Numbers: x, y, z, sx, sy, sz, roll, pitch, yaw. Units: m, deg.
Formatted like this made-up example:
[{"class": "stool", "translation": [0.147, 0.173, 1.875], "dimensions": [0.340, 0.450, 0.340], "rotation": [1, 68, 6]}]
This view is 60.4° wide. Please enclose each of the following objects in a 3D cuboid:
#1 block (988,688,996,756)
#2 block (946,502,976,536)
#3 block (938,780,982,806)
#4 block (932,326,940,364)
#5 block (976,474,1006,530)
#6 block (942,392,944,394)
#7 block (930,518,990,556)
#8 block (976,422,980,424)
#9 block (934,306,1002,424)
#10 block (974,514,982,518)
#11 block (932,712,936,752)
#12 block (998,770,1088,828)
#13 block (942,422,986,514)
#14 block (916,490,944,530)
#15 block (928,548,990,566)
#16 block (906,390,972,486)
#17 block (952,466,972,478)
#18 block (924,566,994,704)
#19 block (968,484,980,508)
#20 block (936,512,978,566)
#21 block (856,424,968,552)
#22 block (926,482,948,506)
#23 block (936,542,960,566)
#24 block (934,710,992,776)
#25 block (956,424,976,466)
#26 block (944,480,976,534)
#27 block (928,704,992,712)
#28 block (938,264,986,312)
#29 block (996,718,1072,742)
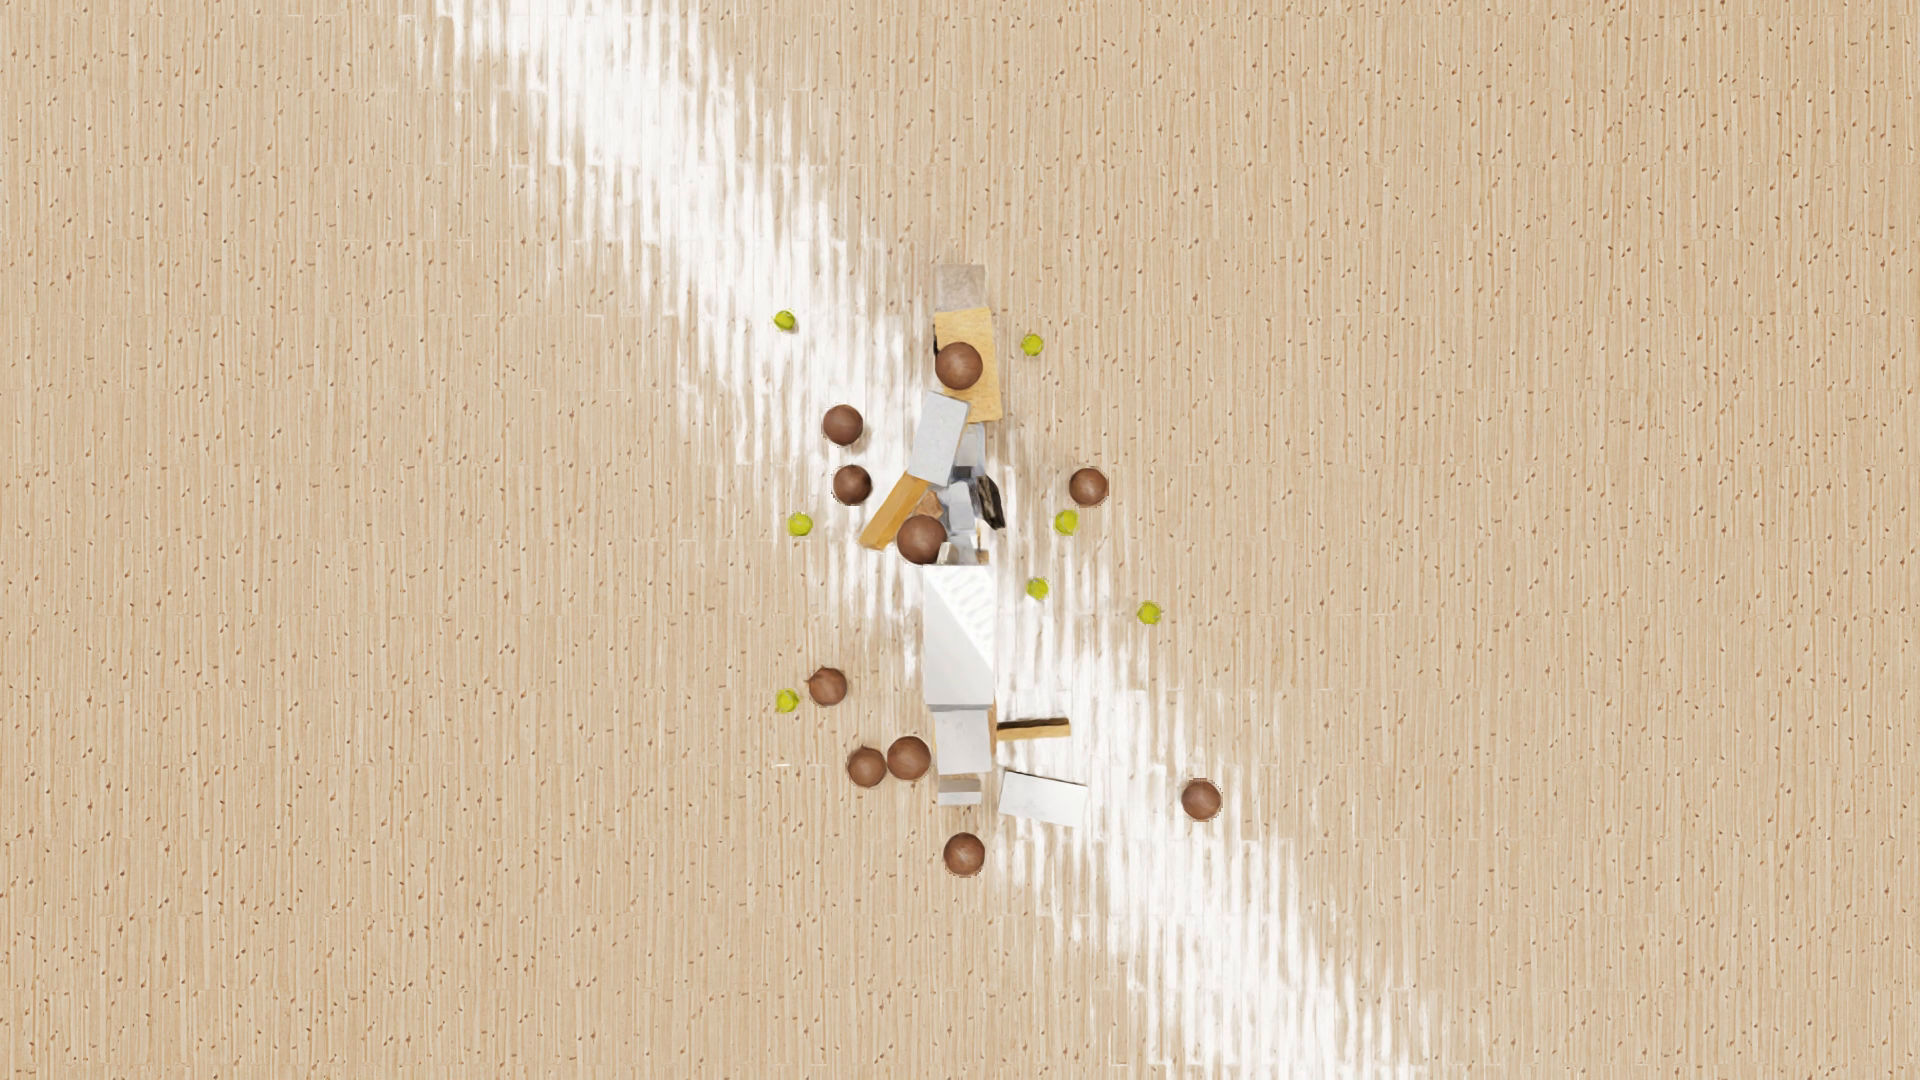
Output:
[{"class": "block", "translation": [0.029, 0.515, 4.629], "dimensions": [0.144, 0.287, 0.041], "rotation": [-2, 52, 0]}, {"class": "block", "translation": [0.002, -0.059, 4.495], "dimensions": [0.067, 0.134, 0.019], "rotation": [4, 125, -7]}, {"class": "block", "translation": [-0.001, 0.819, 5.362], "dimensions": [0.138, 0.276, 0.039], "rotation": [-1, 90, 0]}, {"class": "block", "translation": [0.000, -0.568, 4.788], "dimensions": [0.153, 0.509, 0.043], "rotation": [-3, 89, 0]}, {"class": "block", "translation": [0.088, -0.106, 4.708], "dimensions": [0.034, 0.237, 0.118], "rotation": [-10, 81, 8]}, {"class": "block", "translation": [-0.004, -0.460, 5.274], "dimensions": [0.105, 0.030, 0.211], "rotation": [0, 90, 0]}, {"class": "block", "translation": [-0.001, 0.109, 4.784], "dimensions": [0.171, 0.049, 0.343], "rotation": [0, 90, 0]}, {"class": "block", "translation": [-0.020, -0.368, 4.687], "dimensions": [0.153, 0.307, 0.043], "rotation": [-1, 88, 0]}, {"class": "block", "translation": [0.023, -0.473, 4.511], "dimensions": [0.153, 0.043, 0.307], "rotation": [-7, 90, 0]}, {"class": "block", "translation": [0.005, -0.203, 5.188], "dimensions": [0.145, 0.041, 0.291], "rotation": [0, 90, 0]}, {"class": "block", "translation": [0.003, 0.449, 4.777], "dimensions": [0.164, 0.046, 0.328], "rotation": [0, 90, 0]}, {"class": "block", "translation": [0.275, 0.860, 5.480], "dimensions": [0.276, 0.039, 0.138], "rotation": [11, 90, 0]}, {"class": "block", "translation": [0.002, -0.217, 4.858], "dimensions": [0.143, 0.041, 0.286], "rotation": [-2, 89, -1]}, {"class": "block", "translation": [-0.084, -0.083, 4.468], "dimensions": [0.019, 0.134, 0.067], "rotation": [38, 103, -23]}, {"class": "block", "translation": [-0.001, 0.070, 4.590], "dimensions": [0.165, 0.336, 0.047], "rotation": [-1, 97, 0]}, {"class": "block", "translation": [-0.058, -0.276, 4.483], "dimensions": [0.118, 0.034, 0.237], "rotation": [19, 105, 14]}, {"class": "block", "translation": [-0.001, -0.209, 4.769], "dimensions": [0.068, 0.137, 0.019], "rotation": [1, 77, -1]}, {"class": "block", "translation": [-0.002, 0.231, 4.020], "dimensions": [0.167, 0.047, 0.333], "rotation": [0, 90, 0]}, {"class": "block", "translation": [0.018, -0.116, 4.716], "dimensions": [0.021, 0.230, 0.074], "rotation": [27, 104, 10]}, {"class": "block", "translation": [-0.002, 0.027, 4.402], "dimensions": [0.076, 0.366, 0.022], "rotation": [1, 120, -10]}, {"class": "block", "translation": [-0.131, -0.157, 4.591], "dimensions": [0.034, 0.118, 0.431], "rotation": [40, 76, -24]}, {"class": "block", "translation": [-0.053, -0.183, 4.589], "dimensions": [0.019, 0.067, 0.229], "rotation": [38, 45, -30]}, {"class": "block", "translation": [-0.032, 0.054, 4.182], "dimensions": [0.022, 0.152, 0.076], "rotation": [13, 84, 11]}, {"class": "block", "translation": [0.003, 0.484, 4.452], "dimensions": [0.144, 0.041, 0.287], "rotation": [-4, 94, 0]}, {"class": "block", "translation": [0.013, -0.278, 4.691], "dimensions": [0.068, 0.019, 0.137], "rotation": [0, 89, -2]}, {"class": "block", "translation": [-0.004, -0.086, 4.592], "dimensions": [0.074, 0.021, 0.149], "rotation": [-10, 98, 3]}, {"class": "block", "translation": [-0.001, 0.389, 4.235], "dimensions": [0.167, 0.382, 0.047], "rotation": [-1, 76, 0]}, {"class": "block", "translation": [0.006, -0.717, 5.185], "dimensions": [0.147, 0.042, 0.293], "rotation": [0, 90, 0]}, {"class": "block", "translation": [0.223, 0.626, 5.430], "dimensions": [0.276, 0.138, 0.039], "rotation": [-4, 93, 0]}]
